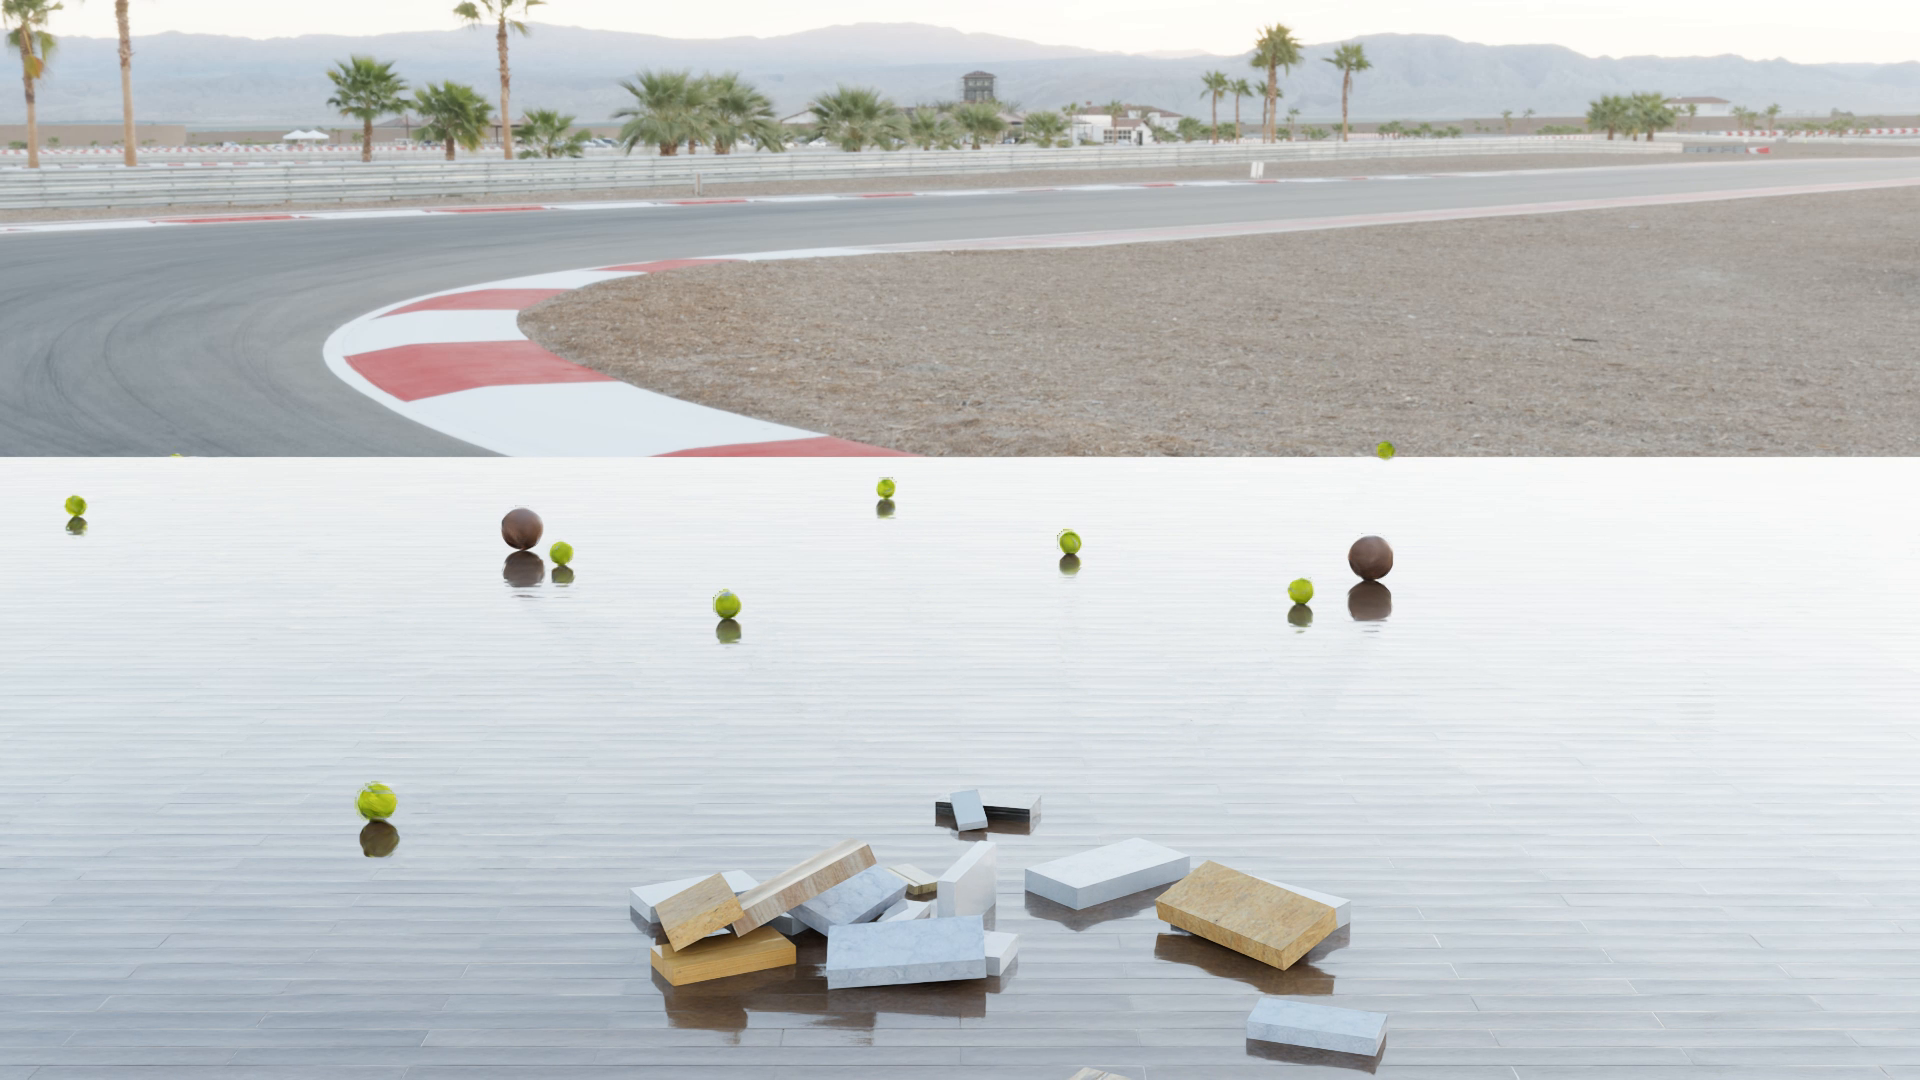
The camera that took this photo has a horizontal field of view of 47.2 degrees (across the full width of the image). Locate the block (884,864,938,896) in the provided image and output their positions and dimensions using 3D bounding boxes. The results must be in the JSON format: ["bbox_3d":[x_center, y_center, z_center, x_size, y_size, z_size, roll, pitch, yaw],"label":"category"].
[{"bbox_3d":[-0.082,0.573,3.718,0.053,0.015,0.106,-7,13,-33],"label":"block"}]

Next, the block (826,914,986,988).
[{"bbox_3d":[-0.080,0.619,3.308,0.235,0.033,0.117,-4,24,0],"label":"block"}]

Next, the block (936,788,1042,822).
[{"bbox_3d":[0.053,0.495,4.111,0.181,0.026,0.090,3,11,15],"label":"block"}]

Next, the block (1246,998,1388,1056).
[{"bbox_3d":[0.502,0.684,3.094,0.181,0.026,0.090,4,11,20],"label":"block"}]

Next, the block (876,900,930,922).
[{"bbox_3d":[-0.091,0.606,3.542,0.053,0.015,0.106,4,11,19],"label":"block"}]

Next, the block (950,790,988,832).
[{"bbox_3d":[0.015,0.496,4.042,0.053,0.015,0.106,-8,27,-6],"label":"block"}]

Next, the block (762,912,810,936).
[{"bbox_3d":[-0.247,0.592,3.582,0.099,0.028,0.198,8,13,35],"label":"block"}]

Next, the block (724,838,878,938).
[{"bbox_3d":[-0.258,0.542,3.448,0.244,0.033,0.117,-26,6,-17],"label":"block"}]

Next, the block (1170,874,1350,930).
[{"bbox_3d":[0.486,0.590,3.567,0.260,0.037,0.130,9,14,39],"label":"block"}]

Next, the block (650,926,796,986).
[{"bbox_3d":[-0.361,0.634,3.357,0.198,0.028,0.099,-5,12,-27],"label":"block"}]

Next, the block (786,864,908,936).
[{"bbox_3d":[-0.181,0.576,3.547,0.103,0.029,0.206,26,23,22],"label":"block"}]

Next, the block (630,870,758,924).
[{"bbox_3d":[-0.432,0.585,3.617,0.198,0.028,0.099,-6,12,-27],"label":"block"}]

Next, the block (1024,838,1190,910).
[{"bbox_3d":[0.250,0.562,3.718,0.260,0.037,0.130,-9,14,-39],"label":"block"}]

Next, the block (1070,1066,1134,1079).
[{"bbox_3d":[0.158,0.733,2.831,0.090,0.026,0.181,6,12,31],"label":"block"}]

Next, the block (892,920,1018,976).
[{"bbox_3d":[-0.024,0.628,3.386,0.206,0.029,0.103,3,11,16],"label":"block"}]

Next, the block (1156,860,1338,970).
[{"bbox_3d":[0.448,0.586,3.455,0.130,0.037,0.260,-29,29,-34],"label":"block"}]

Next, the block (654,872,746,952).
[{"bbox_3d":[-0.407,0.577,3.424,0.117,0.033,0.235,-26,6,-11],"label":"block"}]

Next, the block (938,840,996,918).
[{"bbox_3d":[0.012,0.564,3.528,0.029,0.103,0.206,4,11,19],"label":"block"}]
